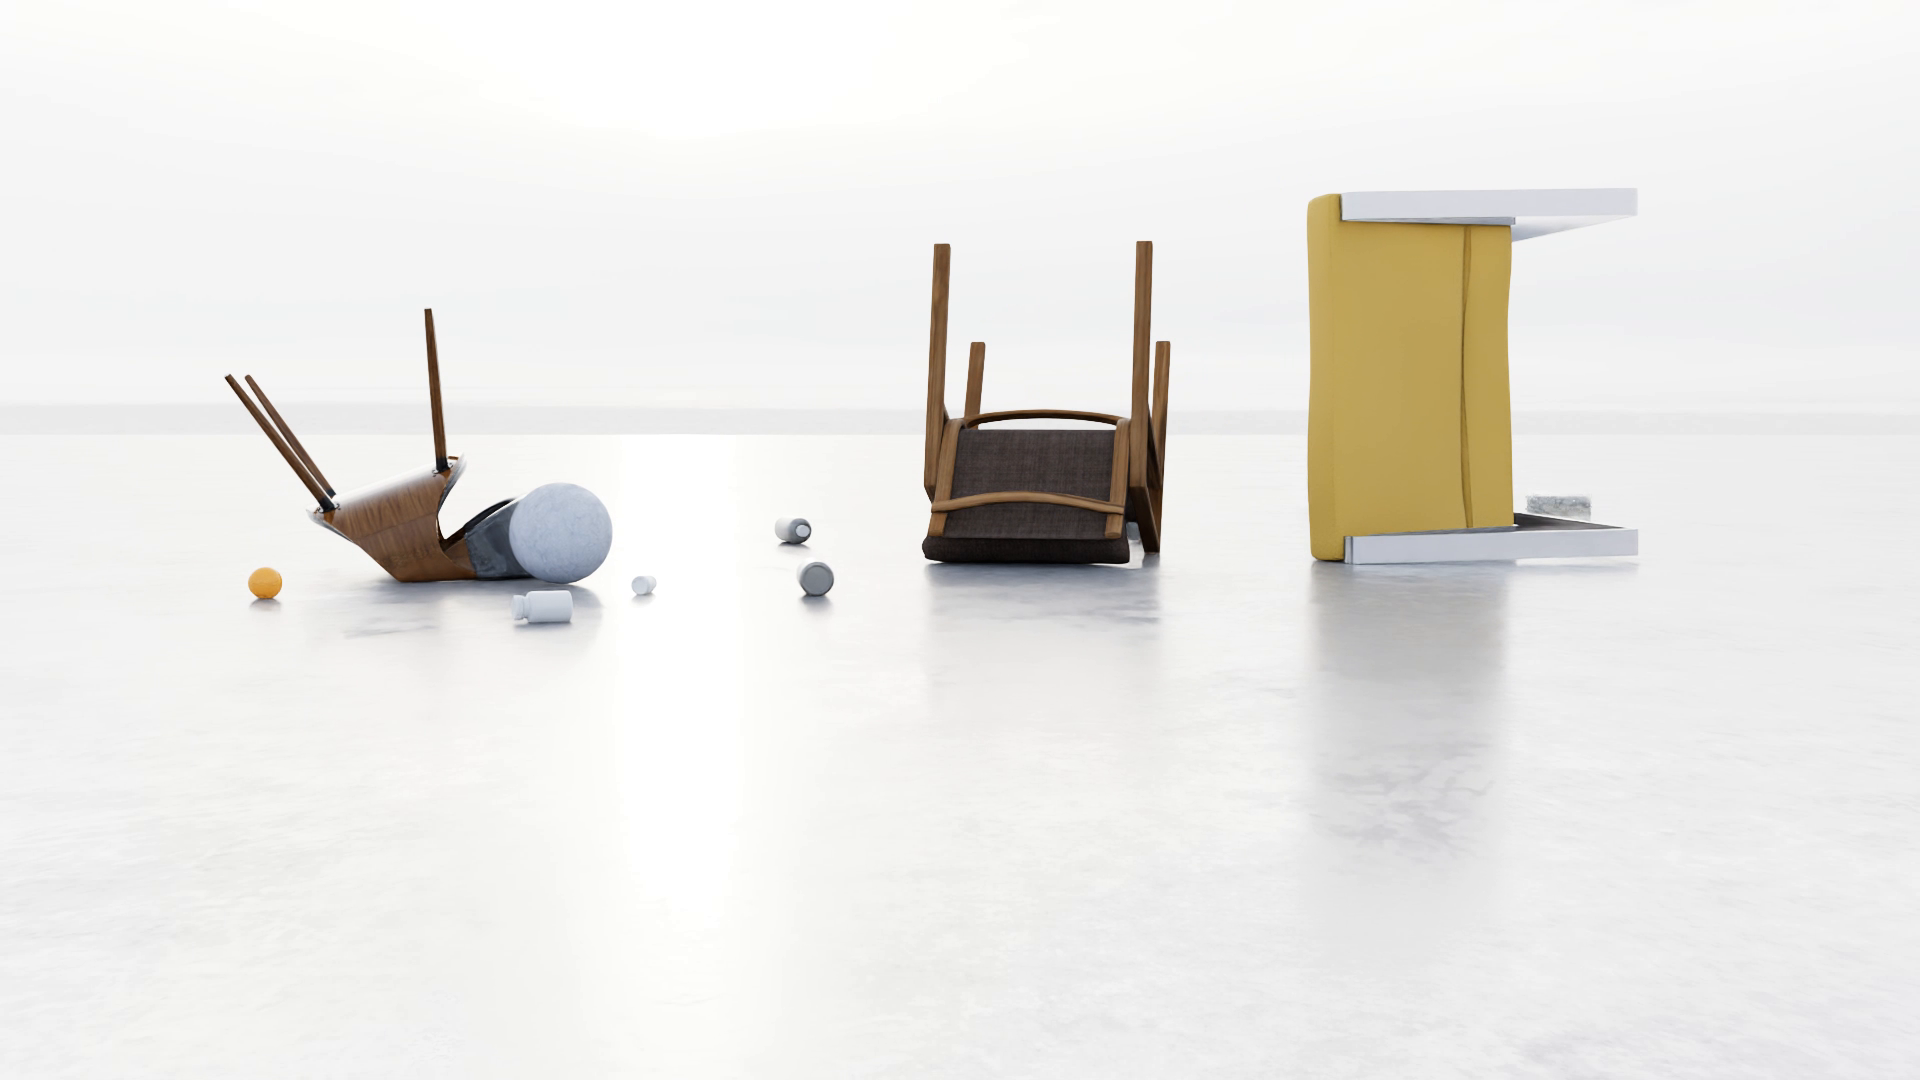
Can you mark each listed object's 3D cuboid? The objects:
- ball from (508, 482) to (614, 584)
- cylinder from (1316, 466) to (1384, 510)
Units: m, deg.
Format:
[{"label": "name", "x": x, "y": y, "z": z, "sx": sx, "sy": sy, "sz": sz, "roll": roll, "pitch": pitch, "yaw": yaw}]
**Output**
[{"label": "ball", "x": -0.917, "y": -0.016, "z": 5.057, "sx": 0.236, "sy": 0.236, "sz": 0.236, "roll": 0, "pitch": 4, "yaw": 0}, {"label": "cylinder", "x": 1.454, "y": -0.195, "z": 8.202, "sx": 0.230, "sy": 0.150, "sz": 0.131, "roll": 21, "pitch": 2, "yaw": -6}]
